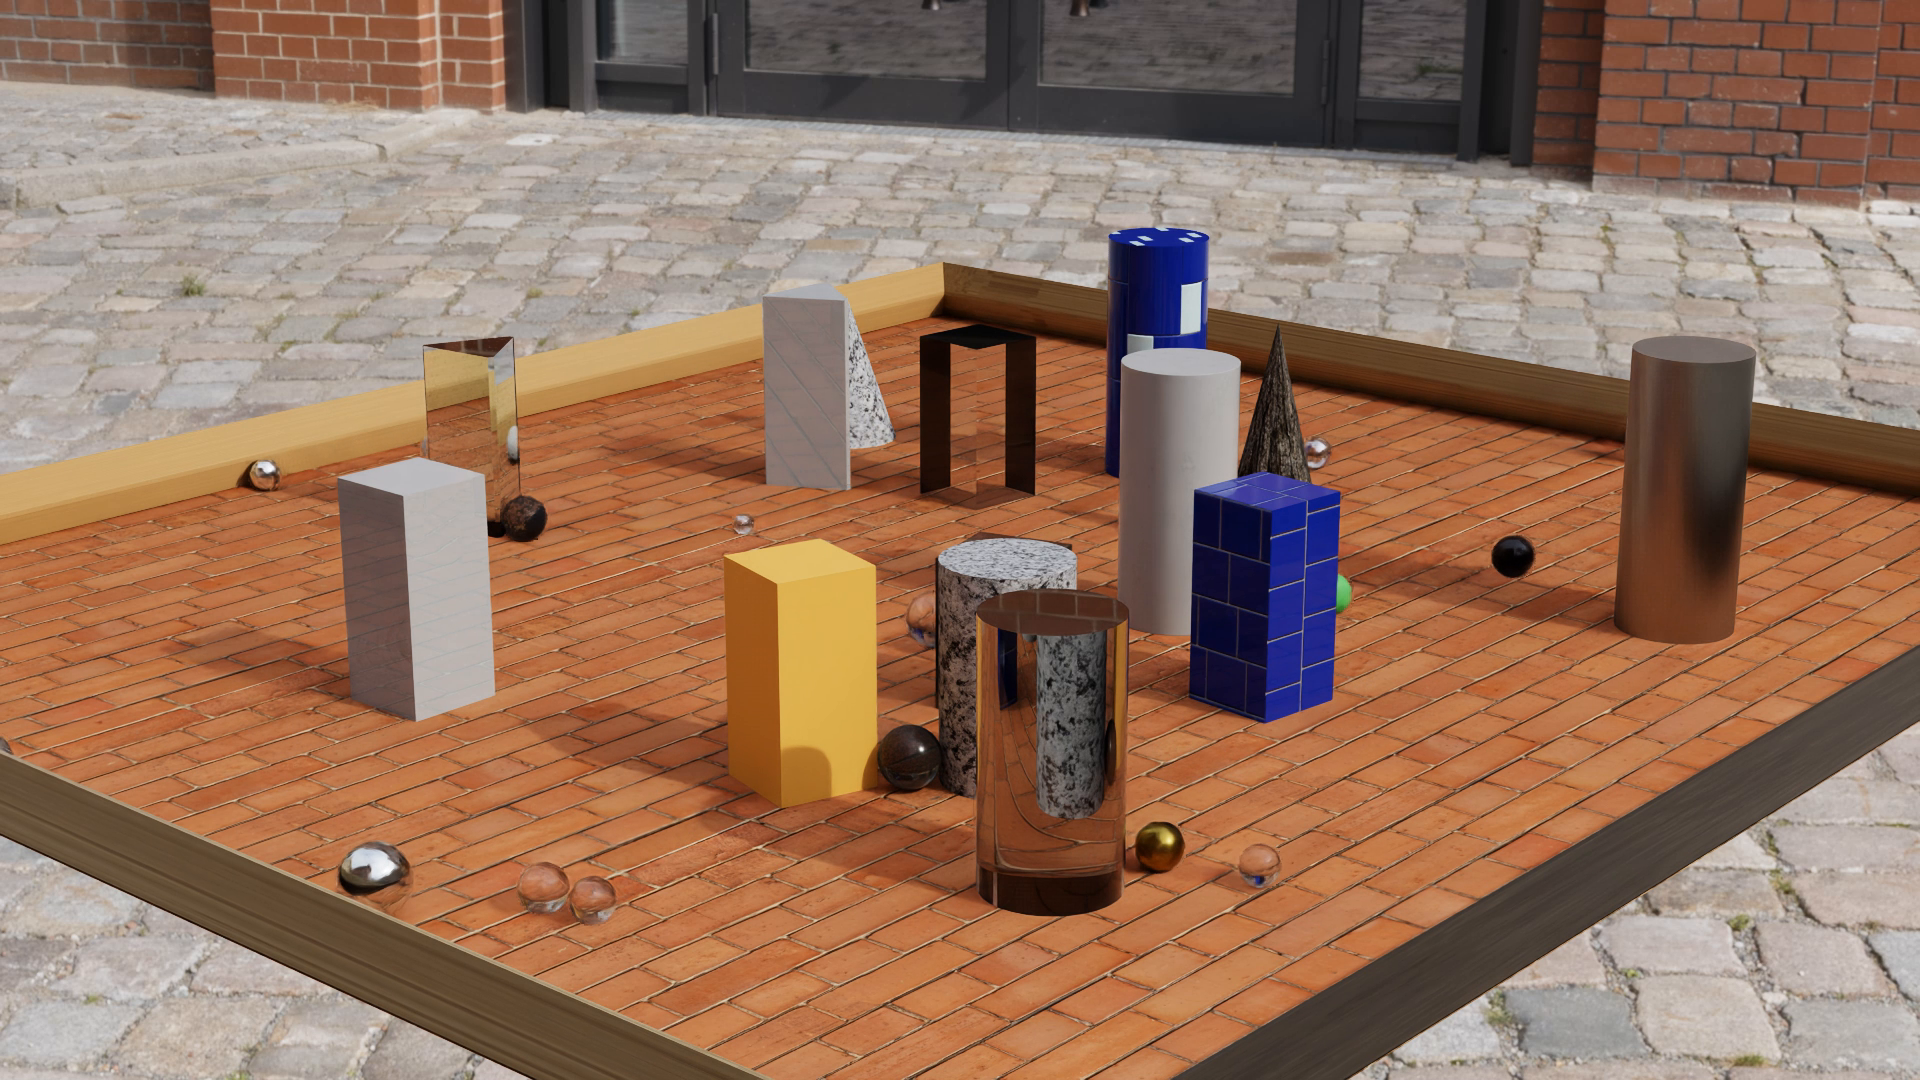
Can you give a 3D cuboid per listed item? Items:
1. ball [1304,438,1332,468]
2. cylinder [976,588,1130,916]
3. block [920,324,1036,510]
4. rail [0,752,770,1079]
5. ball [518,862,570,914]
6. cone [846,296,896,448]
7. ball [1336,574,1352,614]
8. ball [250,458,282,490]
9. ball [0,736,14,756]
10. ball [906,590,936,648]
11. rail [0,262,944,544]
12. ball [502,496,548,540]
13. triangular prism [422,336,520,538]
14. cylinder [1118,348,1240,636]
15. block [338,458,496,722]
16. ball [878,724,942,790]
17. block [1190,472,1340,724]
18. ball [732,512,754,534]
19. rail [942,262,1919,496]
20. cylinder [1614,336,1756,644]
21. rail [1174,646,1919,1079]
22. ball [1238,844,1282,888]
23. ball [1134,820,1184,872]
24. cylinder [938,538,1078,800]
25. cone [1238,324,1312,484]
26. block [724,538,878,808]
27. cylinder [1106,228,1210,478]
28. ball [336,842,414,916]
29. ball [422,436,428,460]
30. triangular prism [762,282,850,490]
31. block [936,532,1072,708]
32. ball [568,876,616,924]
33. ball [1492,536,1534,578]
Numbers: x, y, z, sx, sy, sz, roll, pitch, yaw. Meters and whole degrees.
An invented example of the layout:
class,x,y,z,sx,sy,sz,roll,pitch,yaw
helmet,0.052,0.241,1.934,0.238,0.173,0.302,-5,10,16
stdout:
class,x,y,z,sx,sy,sz,roll,pitch,yaw
ball,0.721,-0.176,5.936,0.061,0.061,0.061,0,17,0
cylinder,0.121,0.278,3.864,0.199,0.386,0.199,0,17,0
block,0.035,-0.241,5.706,0.159,0.317,0.159,-15,22,-41
rail,-1.103,0.399,3.903,3.077,0.129,0.045,14,22,39
ball,-0.544,0.454,3.829,0.068,0.068,0.068,0,17,0
cone,-0.235,-0.362,6.135,0.199,0.301,0.199,0,17,0
ball,0.634,0.092,5.020,0.074,0.074,0.074,0,17,0
ball,-1.368,-0.129,5.777,0.062,0.062,0.062,0,17,0
ball,-1.415,0.320,4.246,0.085,0.085,0.085,0,17,0
ball,-0.042,0.131,4.859,0.094,0.094,0.094,0,17,0
rail,-1.144,-0.254,6.071,0.045,0.129,3.412,14,22,39
ball,-0.809,-0.041,5.446,0.084,0.084,0.084,0,17,0
triangular prism,-0.888,-0.201,5.526,0.173,0.345,0.150,11,20,33
cylinder,0.368,-0.083,4.952,0.199,0.449,0.199,0,17,0
block,-0.848,0.075,4.579,0.159,0.363,0.159,14,22,39
ball,-0.073,0.315,4.247,0.095,0.095,0.095,0,17,0
block,0.474,0.087,4.574,0.159,0.342,0.159,-15,22,-40
ball,-0.405,-0.031,5.488,0.040,0.040,0.040,0,17,0
rail,1.103,-0.334,6.336,3.077,0.129,0.045,14,22,39
cylinder,1.211,-0.085,4.905,0.199,0.480,0.199,0,17,0
rail,1.144,0.319,4.169,0.045,0.129,3.412,14,22,39
ball,0.400,0.435,3.914,0.057,0.057,0.057,0,17,0
ball,0.270,0.414,3.964,0.068,0.068,0.068,0,17,0
cylinder,0.069,0.187,4.252,0.199,0.336,0.199,0,17,0
cone,0.573,-0.188,5.340,0.199,0.427,0.199,0,17,0
block,-0.230,0.190,4.240,0.159,0.336,0.159,-10,20,-31
cylinder,0.393,-0.370,5.859,0.199,0.476,0.199,0,17,0
ball,-0.761,0.442,3.814,0.100,0.100,0.100,0,17,0
ball,-1.052,-0.185,5.935,0.077,0.077,0.077,0,17,0
triangular prism,-0.285,-0.308,5.818,0.173,0.382,0.150,4,17,13
block,0.068,0.135,4.581,0.159,0.246,0.159,8,19,25
ball,-0.476,0.466,3.800,0.062,0.062,0.062,0,17,0
ball,0.986,0.029,5.228,0.075,0.075,0.075,0,17,0
